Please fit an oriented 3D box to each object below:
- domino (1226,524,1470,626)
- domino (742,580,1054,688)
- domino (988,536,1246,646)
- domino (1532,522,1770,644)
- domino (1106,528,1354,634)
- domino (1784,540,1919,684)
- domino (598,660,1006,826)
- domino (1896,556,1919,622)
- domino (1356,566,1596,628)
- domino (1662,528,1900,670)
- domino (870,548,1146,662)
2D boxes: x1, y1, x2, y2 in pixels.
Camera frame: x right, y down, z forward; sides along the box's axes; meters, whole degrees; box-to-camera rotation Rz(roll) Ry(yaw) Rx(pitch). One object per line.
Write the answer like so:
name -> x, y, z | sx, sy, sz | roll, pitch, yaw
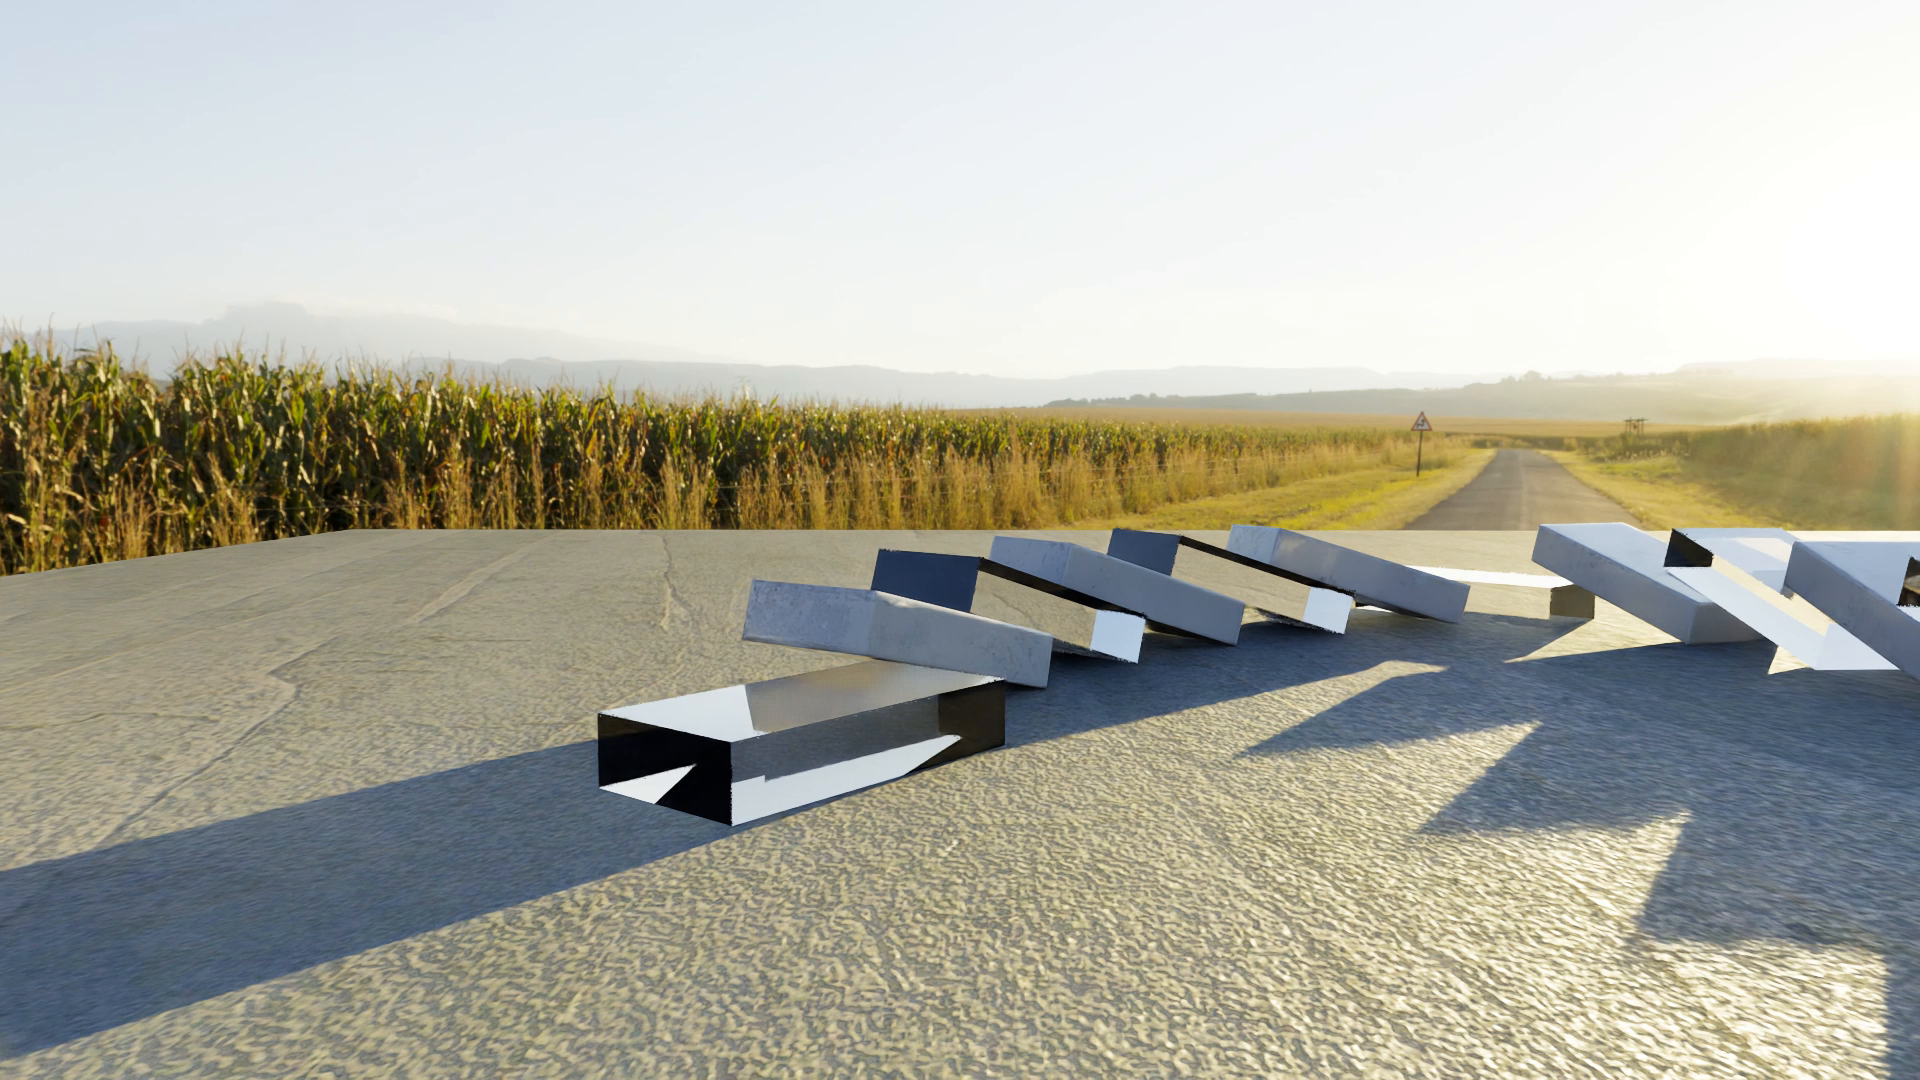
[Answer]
domino -> 0.091, 0.008, 0.303 | 0.050, 0.010, 0.025 | 16, -1, -13
domino -> -0.009, 0.016, 0.211 | 0.025, 0.010, 0.050 | 3, -9, 36
domino -> 0.033, 0.011, 0.267 | 0.050, 0.009, 0.025 | 18, -7, -34
domino -> 0.160, 0.009, 0.296 | 0.025, 0.010, 0.050 | -1, 20, -16
domino -> 0.060, 0.009, 0.287 | 0.050, 0.010, 0.025 | 17, -4, -27
domino -> 0.175, 0.014, 0.230 | 0.025, 0.010, 0.050 | 0, 21, 3
domino -> -0.019, 0.025, 0.170 | 0.025, 0.009, 0.050 | 4, 6, 39
domino -> 0.173, 0.016, 0.196 | 0.025, 0.009, 0.050 | 0, 21, 4
domino -> 0.128, 0.014, 0.322 | 0.025, 0.010, 0.050 | -4, 6, -41
domino -> 0.172, 0.011, 0.264 | 0.025, 0.010, 0.050 | 0, 21, -4
domino -> 0.010, 0.013, 0.241 | 0.025, 0.009, 0.050 | 4, -11, 43
